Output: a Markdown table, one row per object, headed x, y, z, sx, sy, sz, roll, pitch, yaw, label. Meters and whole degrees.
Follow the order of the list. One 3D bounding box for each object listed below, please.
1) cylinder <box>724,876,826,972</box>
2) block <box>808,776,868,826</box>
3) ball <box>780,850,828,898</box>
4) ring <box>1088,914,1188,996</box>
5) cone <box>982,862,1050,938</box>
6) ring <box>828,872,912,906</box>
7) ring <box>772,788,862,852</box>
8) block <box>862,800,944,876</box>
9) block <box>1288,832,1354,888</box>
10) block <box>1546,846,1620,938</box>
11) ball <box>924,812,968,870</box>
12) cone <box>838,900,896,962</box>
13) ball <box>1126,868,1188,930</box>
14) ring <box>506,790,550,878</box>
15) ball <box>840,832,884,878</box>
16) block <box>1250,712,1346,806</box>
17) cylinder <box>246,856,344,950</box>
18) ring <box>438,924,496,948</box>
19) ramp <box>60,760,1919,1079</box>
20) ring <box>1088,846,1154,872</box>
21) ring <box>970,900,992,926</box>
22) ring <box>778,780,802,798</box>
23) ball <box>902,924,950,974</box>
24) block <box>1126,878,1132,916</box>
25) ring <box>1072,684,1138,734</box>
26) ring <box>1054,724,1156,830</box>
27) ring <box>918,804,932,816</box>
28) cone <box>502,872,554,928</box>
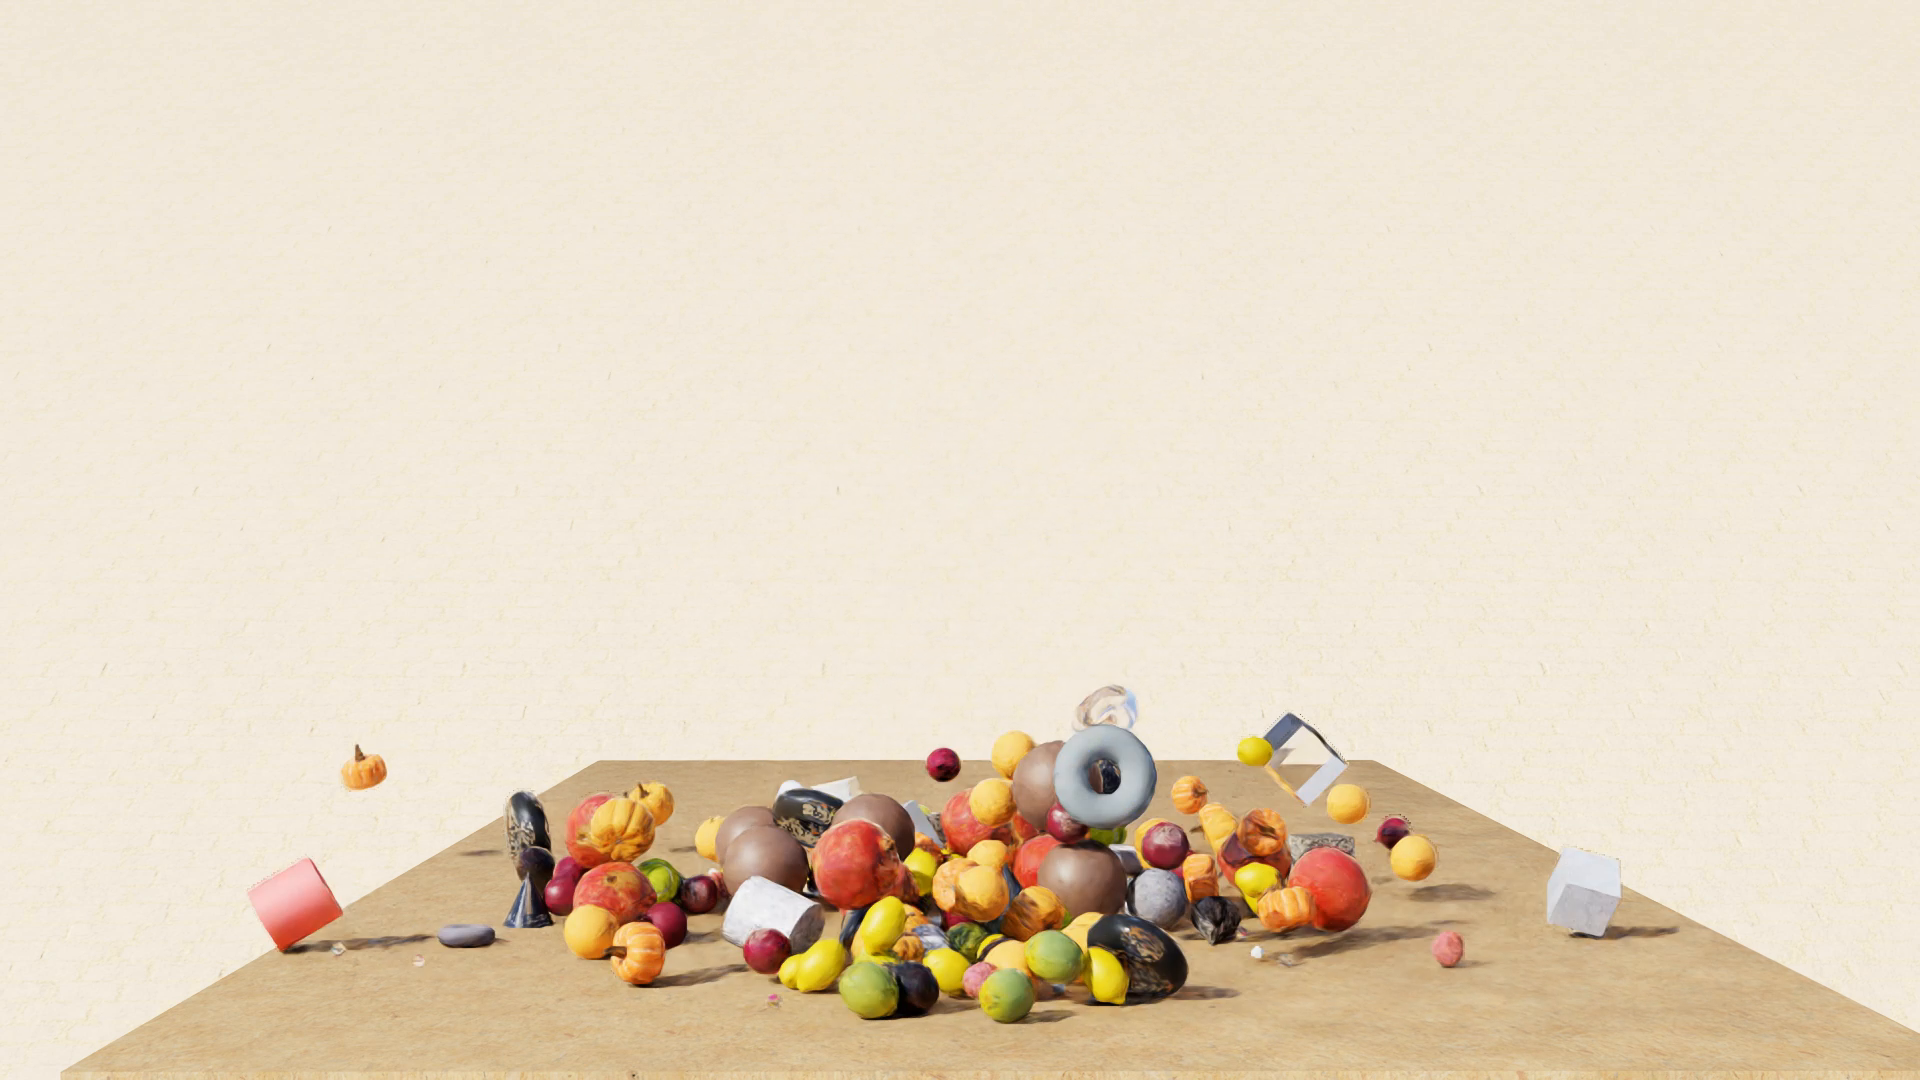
| x | y | z | sx | sy | sz | roll | pitch | yaw | label |
| --- | --- | --- | --- | --- | --- | --- | --- | --- | --- |
| -0.238 | 0.493 | 3.326 | 0.094 | 0.094 | 0.094 | 21 | 37 | 24 | cylinder |
| -0.231 | 0.494 | 4.795 | 0.086 | 0.086 | 0.086 | -14 | -1 | 10 | block |
| -0.241 | 0.518 | 3.999 | 0.075 | 0.075 | 0.075 | 0 | 31 | 0 | ball |
| 0.213 | 0.499 | 3.112 | 0.131 | 0.131 | 0.044 | 15 | 53 | 24 | ring |
| 0.071 | 0.499 | 3.627 | 0.097 | 0.097 | 0.097 | -9 | 0 | 0 | cone |
| -0.138 | 0.534 | 3.962 | 0.131 | 0.044 | 0.131 | -1 | -1 | 0 | ring |
| -0.224 | 0.440 | 4.064 | 0.147 | 0.147 | 0.049 | 10 | 57 | 16 | ring |
| -0.102 | 0.485 | 4.144 | 0.090 | 0.090 | 0.090 | -35 | 5 | -39 | block |
| 0.581 | 0.517 | 4.174 | 0.079 | 0.079 | 0.079 | 0 | 0 | -21 | block |
| 0.864 | 0.488 | 3.592 | 0.077 | 0.077 | 0.077 | 16 | 34 | 1 | block |
| -0.035 | 0.509 | 4.384 | 0.096 | 0.096 | 0.096 | 0 | 31 | 0 | ball |
| -0.136 | 0.507 | 3.292 | 0.081 | 0.081 | 0.081 | 16 | 12 | 25 | cone |
| 0.280 | 0.510 | 3.682 | 0.088 | 0.088 | 0.088 | 0 | 31 | 0 | ball |
| -0.707 | 0.481 | 4.237 | 0.048 | 0.143 | 0.143 | -8 | 31 | -24 | ring |
| -0.136 | 0.438 | 3.597 | 0.062 | 0.062 | 0.062 | 0 | 31 | 0 | ball |
| 0.499 | 0.323 | 3.820 | 0.085 | 0.085 | 0.085 | -44 | 24 | -4 | block |
| -0.896 | 0.490 | 3.490 | 0.093 | 0.093 | 0.093 | -31 | 39 | -13 | cylinder |
| -0.675 | 0.541 | 3.542 | 0.078 | 0.026 | 0.078 | 1 | -1 | 0 | ring |
| 0.068 | 0.608 | 4.677 | 2.000 | 0.100 | 4.000 | 0 | 0 | 0 | ramp |
| 0.273 | 0.539 | 4.370 | 0.112 | 0.037 | 0.112 | 1 | 1 | 0 | ring |
| 0.063 | 0.538 | 3.726 | 0.098 | 0.033 | 0.098 | -1 | 1 | 0 | ring |
| -0.320 | 0.509 | 4.982 | 0.031 | 0.094 | 0.094 | -9 | 31 | -32 | ring |
| -0.043 | 0.521 | 3.300 | 0.063 | 0.063 | 0.063 | 0 | 31 | 0 | ball |
| 0.282 | 0.528 | 3.833 | 0.054 | 0.054 | 0.054 | 0 | 0 | 40 | block |
| 0.216 | 0.262 | 3.852 | 0.111 | 0.037 | 0.111 | -26 | 33 | 19 | ring |
| 0.192 | 0.314 | 3.425 | 0.139 | 0.139 | 0.046 | -6 | -6 | -9 | ring |
| -0.105 | 0.510 | 4.562 | 0.127 | 0.127 | 0.042 | -15 | 59 | -23 | ring |
| -0.623 | 0.516 | 3.736 | 0.076 | 0.076 | 0.076 | 0 | 0 | 0 | cone |
